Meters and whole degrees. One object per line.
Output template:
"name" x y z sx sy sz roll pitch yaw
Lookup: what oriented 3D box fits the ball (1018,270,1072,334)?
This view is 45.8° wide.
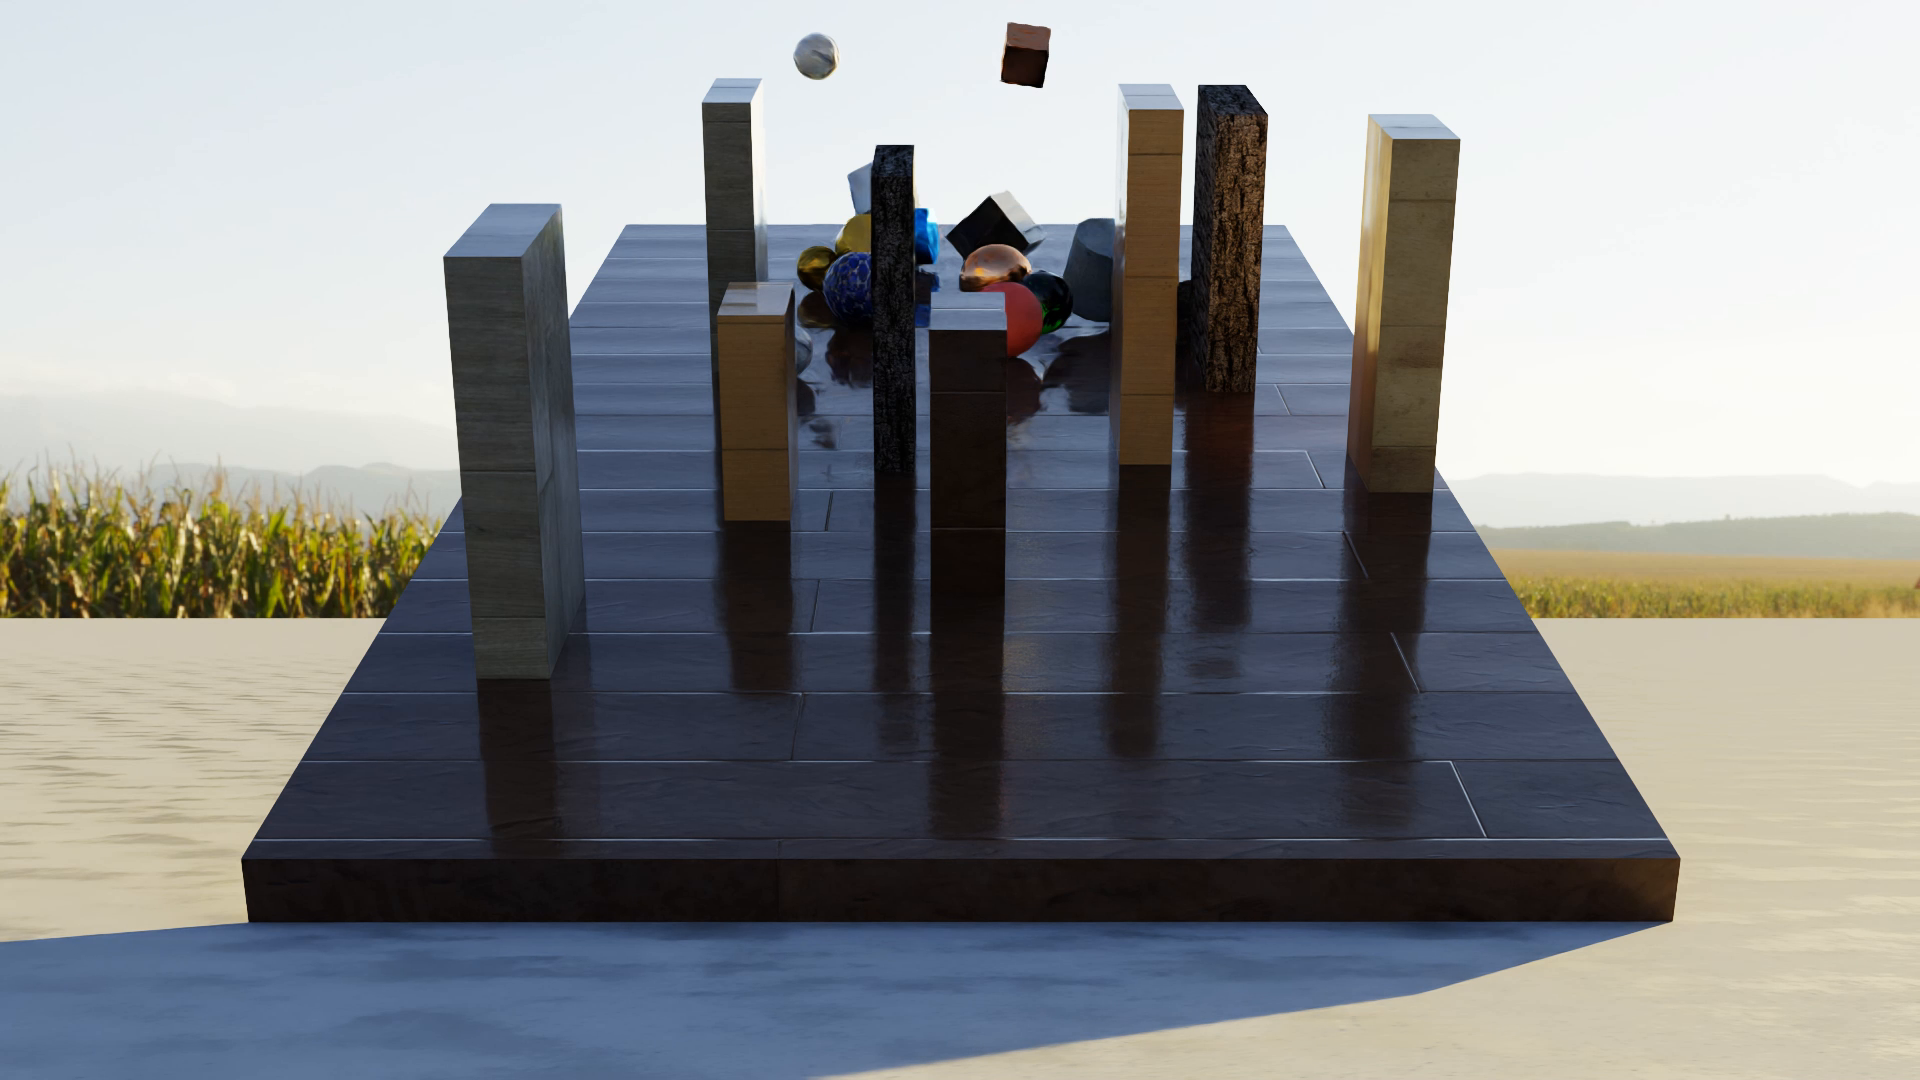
"ball" 0.204 -0.596 5.709 0.159 0.159 0.159 0 -2 0

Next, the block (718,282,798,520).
"block" -0.396 -0.277 4.491 0.129 0.413 0.257 0 21 0

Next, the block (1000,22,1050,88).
"block" 0.196 -1.455 6.825 0.130 0.130 0.130 7 -46 -3

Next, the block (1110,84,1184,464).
"block" 0.389 -0.561 4.784 0.110 0.742 0.313 0 21 0

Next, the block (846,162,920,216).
"block" -0.222 -1.016 6.665 0.142 0.142 0.142 -22 -20 26

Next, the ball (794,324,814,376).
"ball" -0.410 -0.447 5.348 0.130 0.130 0.130 0 -2 0

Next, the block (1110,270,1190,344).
"block" 0.486 -0.583 5.669 0.160 0.160 0.160 -12 25 -28

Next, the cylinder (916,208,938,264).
"cylinder" -0.151 -0.847 6.362 0.155 0.155 0.155 -2 -2 11

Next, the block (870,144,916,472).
"block" -0.137 -0.490 4.771 0.083 0.617 0.340 0 21 0

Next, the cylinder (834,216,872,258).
"cylinder" -0.269 -0.804 6.134 0.120 0.120 0.120 1 -6 -16

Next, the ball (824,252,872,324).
"ball" -0.256 -0.643 5.796 0.185 0.185 0.185 0 -2 0

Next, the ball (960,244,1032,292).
"ball" 0.094 -0.663 5.829 0.192 0.192 0.192 0 -2 0

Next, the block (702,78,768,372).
"block" -0.535 -0.760 5.463 0.113 0.638 0.345 0 21 0

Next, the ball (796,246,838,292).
"ball" -0.379 -0.731 6.119 0.123 0.123 0.123 0 -2 0

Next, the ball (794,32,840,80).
"ball" -0.403 -1.363 6.409 0.132 0.132 0.132 0 -2 0

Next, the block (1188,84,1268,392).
"block" 0.625 -0.715 5.345 0.114 0.639 0.420 0 21 0

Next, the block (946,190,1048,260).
"block" 0.099 -0.822 6.165 0.169 0.169 0.169 -40 -1 23

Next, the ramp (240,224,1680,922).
"ramp" -0.005 -0.211 5.049 2.000 0.100 4.000 0 21 0

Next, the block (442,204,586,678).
"block" -0.733 -0.171 3.788 0.120 0.706 0.387 0 21 0

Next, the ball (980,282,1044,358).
"ball" 0.111 -0.534 5.507 0.185 0.185 0.185 0 -2 0

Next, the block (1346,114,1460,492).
"block" 0.892 -0.480 4.606 0.131 0.717 0.274 0 21 0

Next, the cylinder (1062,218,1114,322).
"cylinder" 0.366 -0.688 5.793 0.192 0.192 0.192 9 39 -7

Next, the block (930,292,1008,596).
"block" 0.014 -0.177 4.113 0.133 0.492 0.263 0 21 0
